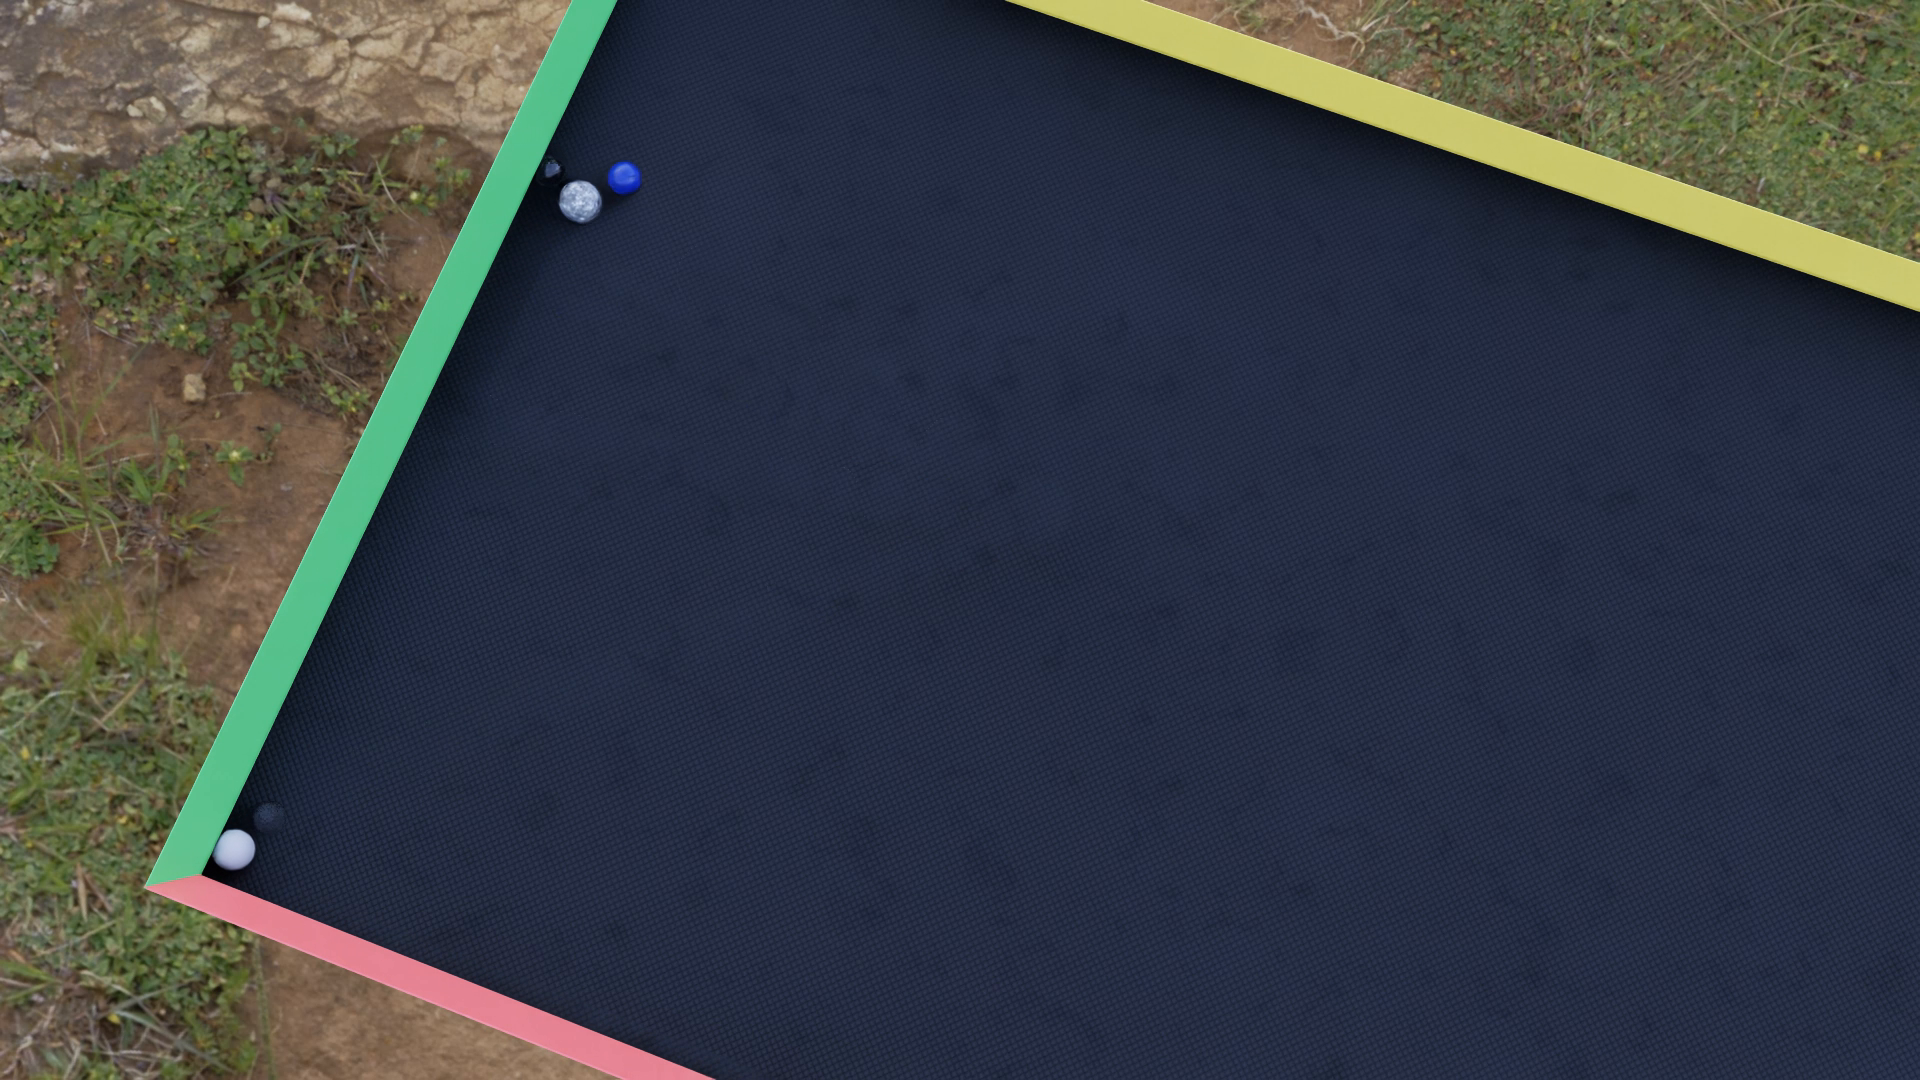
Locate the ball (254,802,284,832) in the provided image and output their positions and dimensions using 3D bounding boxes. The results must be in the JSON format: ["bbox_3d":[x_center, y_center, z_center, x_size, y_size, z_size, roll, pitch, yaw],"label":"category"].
[{"bbox_3d":[-1.024,0.412,3.260,0.044,0.044,0.044,0,74,0],"label":"ball"}]

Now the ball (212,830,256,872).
[{"bbox_3d":[-1.070,0.457,3.238,0.061,0.061,0.061,0,74,0],"label":"ball"}]

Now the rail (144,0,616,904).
[{"bbox_3d":[-0.813,-0.308,3.427,0.045,0.117,1.845,20,75,6],"label":"rail"}]

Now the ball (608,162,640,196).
[{"bbox_3d":[-0.541,-0.582,3.540,0.053,0.053,0.053,0,74,0],"label":"ball"}]

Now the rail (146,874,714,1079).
[{"bbox_3d":[0.514,1.105,3.022,3.576,0.117,0.045,20,75,6],"label":"rail"}]

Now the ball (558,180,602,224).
[{"bbox_3d":[-0.609,-0.542,3.521,0.068,0.068,0.068,0,74,0],"label":"ball"}]

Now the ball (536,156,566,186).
[{"bbox_3d":[-0.661,-0.594,3.546,0.048,0.048,0.048,0,74,0],"label":"ball"}]

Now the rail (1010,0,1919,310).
[{"bbox_3d":[1.156,-0.509,3.485,3.576,0.117,0.045,20,75,6],"label":"rail"}]
